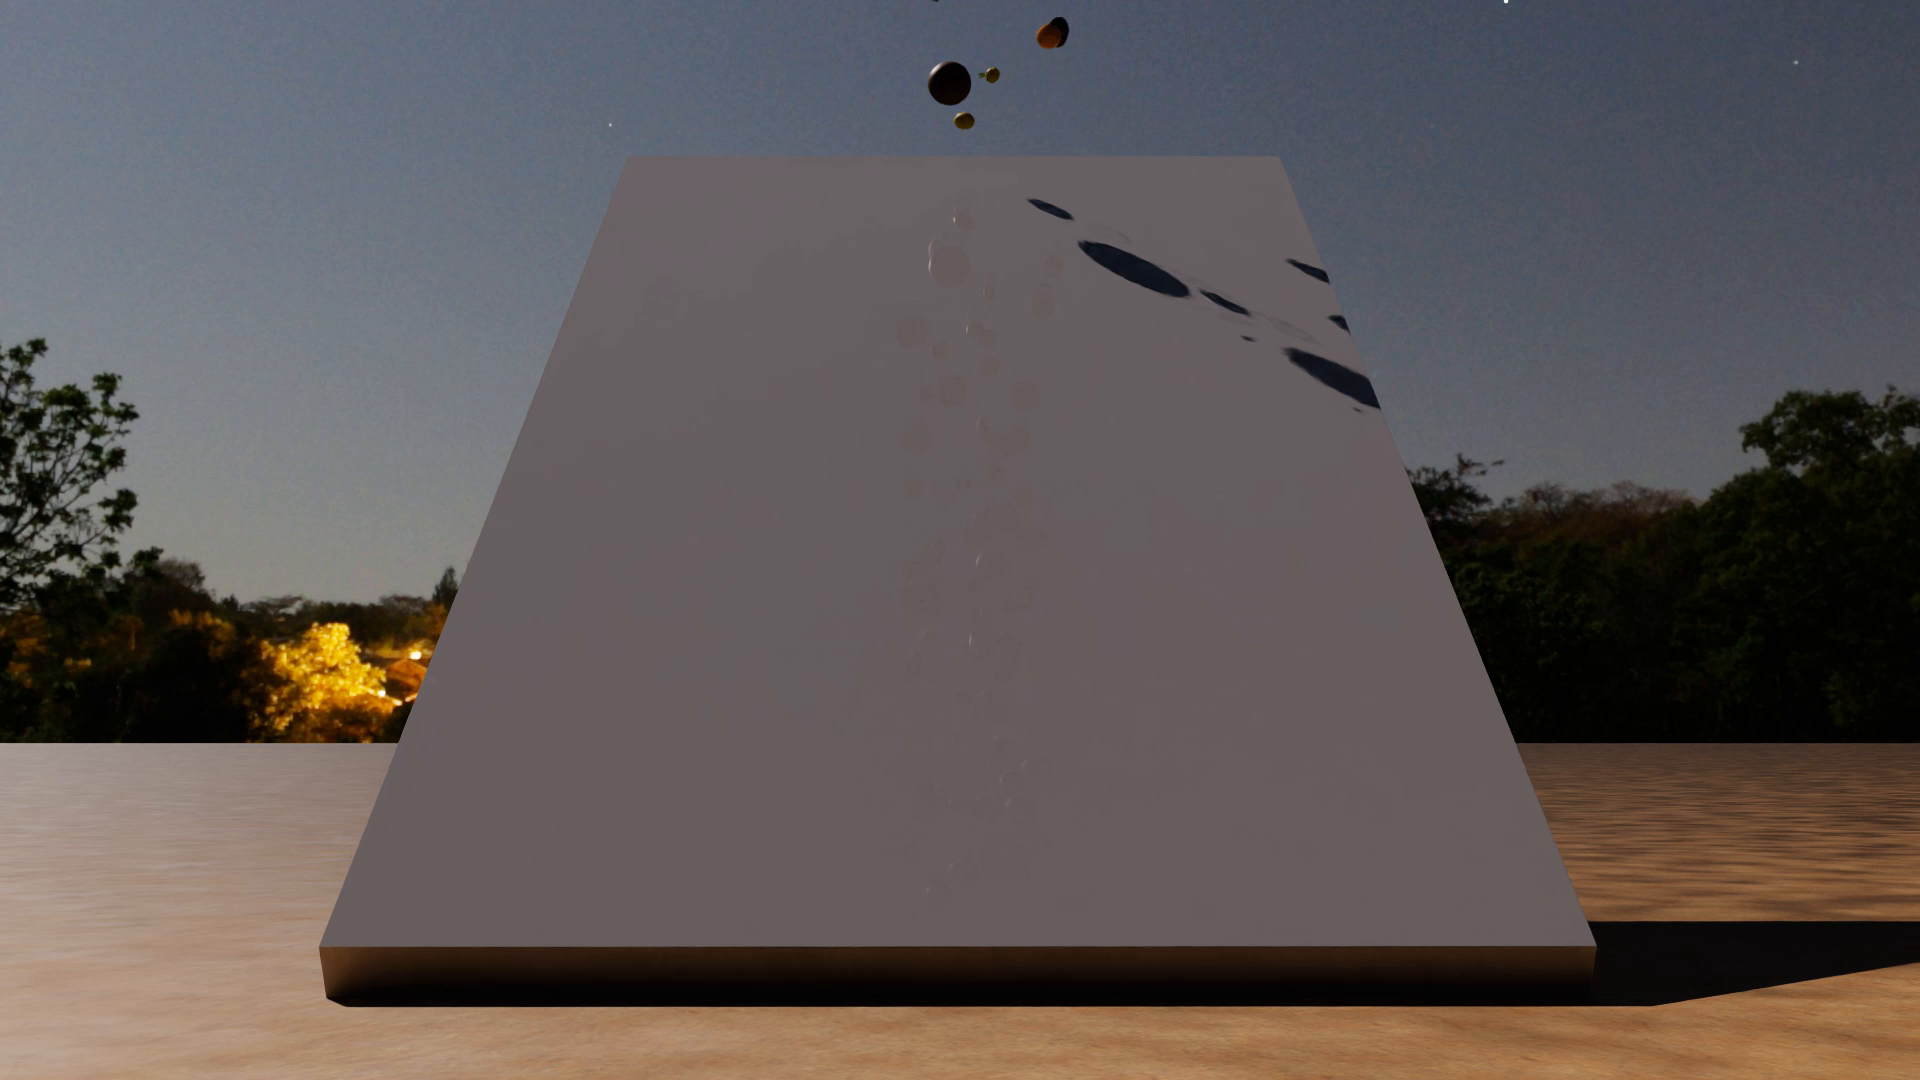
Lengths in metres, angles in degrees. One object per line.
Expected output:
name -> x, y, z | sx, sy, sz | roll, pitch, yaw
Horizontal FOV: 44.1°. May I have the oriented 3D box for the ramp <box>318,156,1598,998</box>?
ramp -> -0.011, -0.227, 5.513 | 2.000, 0.100, 4.000 | 0, 27, 0
